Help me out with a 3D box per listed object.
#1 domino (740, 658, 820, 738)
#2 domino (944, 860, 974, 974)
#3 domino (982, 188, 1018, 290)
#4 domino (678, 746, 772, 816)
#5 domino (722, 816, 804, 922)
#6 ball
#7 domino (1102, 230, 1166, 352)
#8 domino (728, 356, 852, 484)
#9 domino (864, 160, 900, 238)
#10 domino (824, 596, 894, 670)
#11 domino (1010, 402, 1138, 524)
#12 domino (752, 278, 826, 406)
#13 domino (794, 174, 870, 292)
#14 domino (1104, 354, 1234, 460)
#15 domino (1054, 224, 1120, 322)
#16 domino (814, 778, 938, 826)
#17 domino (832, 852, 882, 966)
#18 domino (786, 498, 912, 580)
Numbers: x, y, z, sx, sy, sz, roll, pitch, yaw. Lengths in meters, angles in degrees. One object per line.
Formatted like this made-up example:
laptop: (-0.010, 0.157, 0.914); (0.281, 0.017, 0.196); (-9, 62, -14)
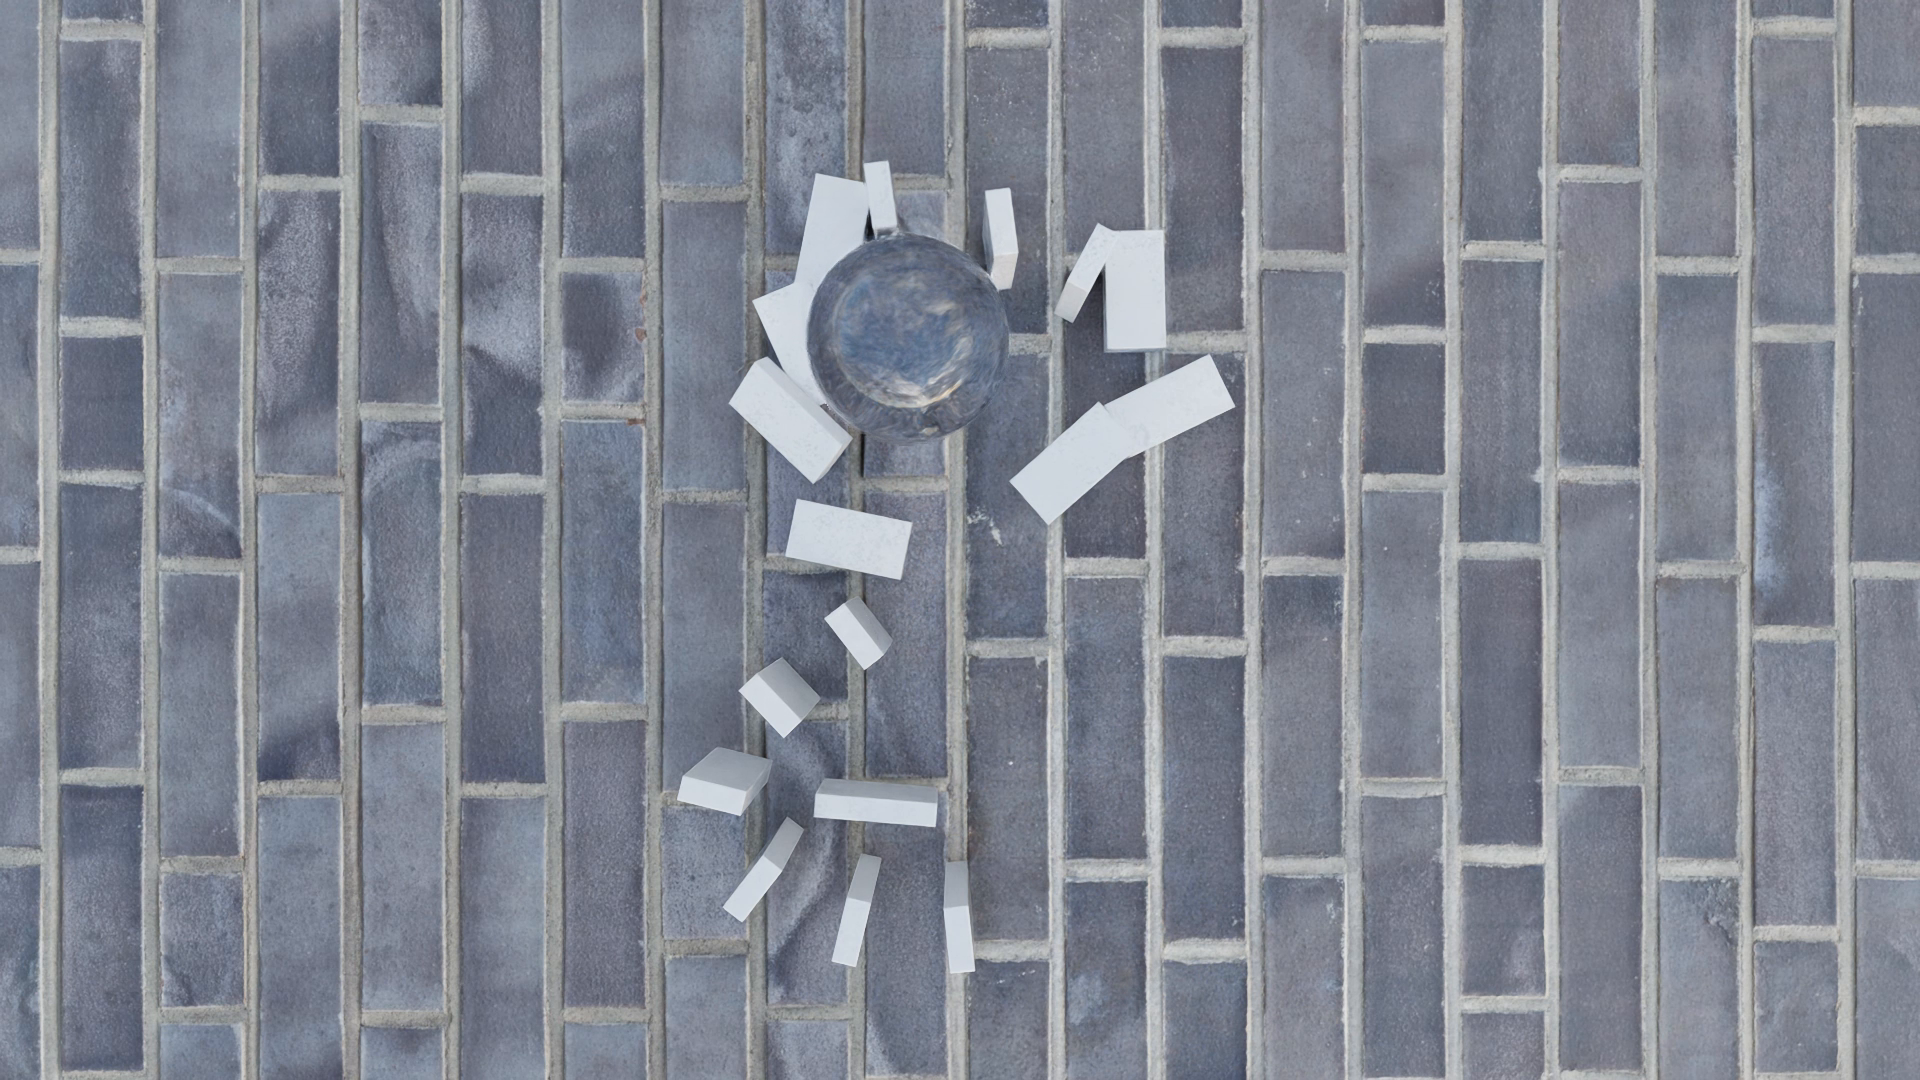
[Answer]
domino: (-0.073, 0.063, 0.375); (0.010, 0.050, 0.025); (-43, 90, 0)
domino: (0.000, 0.153, 0.375); (0.010, 0.050, 0.025); (-6, 90, 0)
domino: (0.016, -0.122, 0.375); (0.009, 0.050, 0.025); (-8, 90, 0)
domino: (-0.095, 0.098, 0.375); (0.025, 0.050, 0.010); (14, 90, 0)
domino: (-0.079, 0.133, 0.375); (0.010, 0.050, 0.025); (38, 90, 0)
ball: (-0.020, -0.078, 0.360); (0.080, 0.080, 0.080); (0, 90, 0)
domino: (0.075, -0.107, 0.395); (0.025, 0.009, 0.050); (-1, 90, 0)
domino: (-0.072, -0.051, 0.389); (0.050, 0.009, 0.025); (44, 125, 0)
domino: (-0.030, -0.132, 0.375); (0.010, 0.050, 0.025); (-8, 90, 0)
domino: (-0.040, 0.037, 0.375); (0.009, 0.050, 0.025); (-38, 90, 0)
domino: (0.048, -0.032, 0.390); (0.050, 0.009, 0.025); (-42, 87, 11)
domino: (-0.066, -0.083, 0.390); (0.025, 0.010, 0.050); (-23, 102, 0)
domino: (-0.054, -0.129, 0.395); (0.025, 0.010, 0.050); (11, 90, 0)
domino: (0.089, -0.057, 0.395); (0.050, 0.010, 0.025); (-26, 90, 0)
domino: (0.051, -0.108, 0.375); (0.009, 0.050, 0.025); (28, 90, 0)
domino: (-0.035, 0.111, 0.388); (0.050, 0.025, 0.010); (5, 90, 0)
domino: (-0.042, 0.150, 0.375); (0.010, 0.050, 0.025); (13, 90, 0)
domino: (-0.048, 0.000, 0.395); (0.050, 0.010, 0.025); (12, 90, 0)
